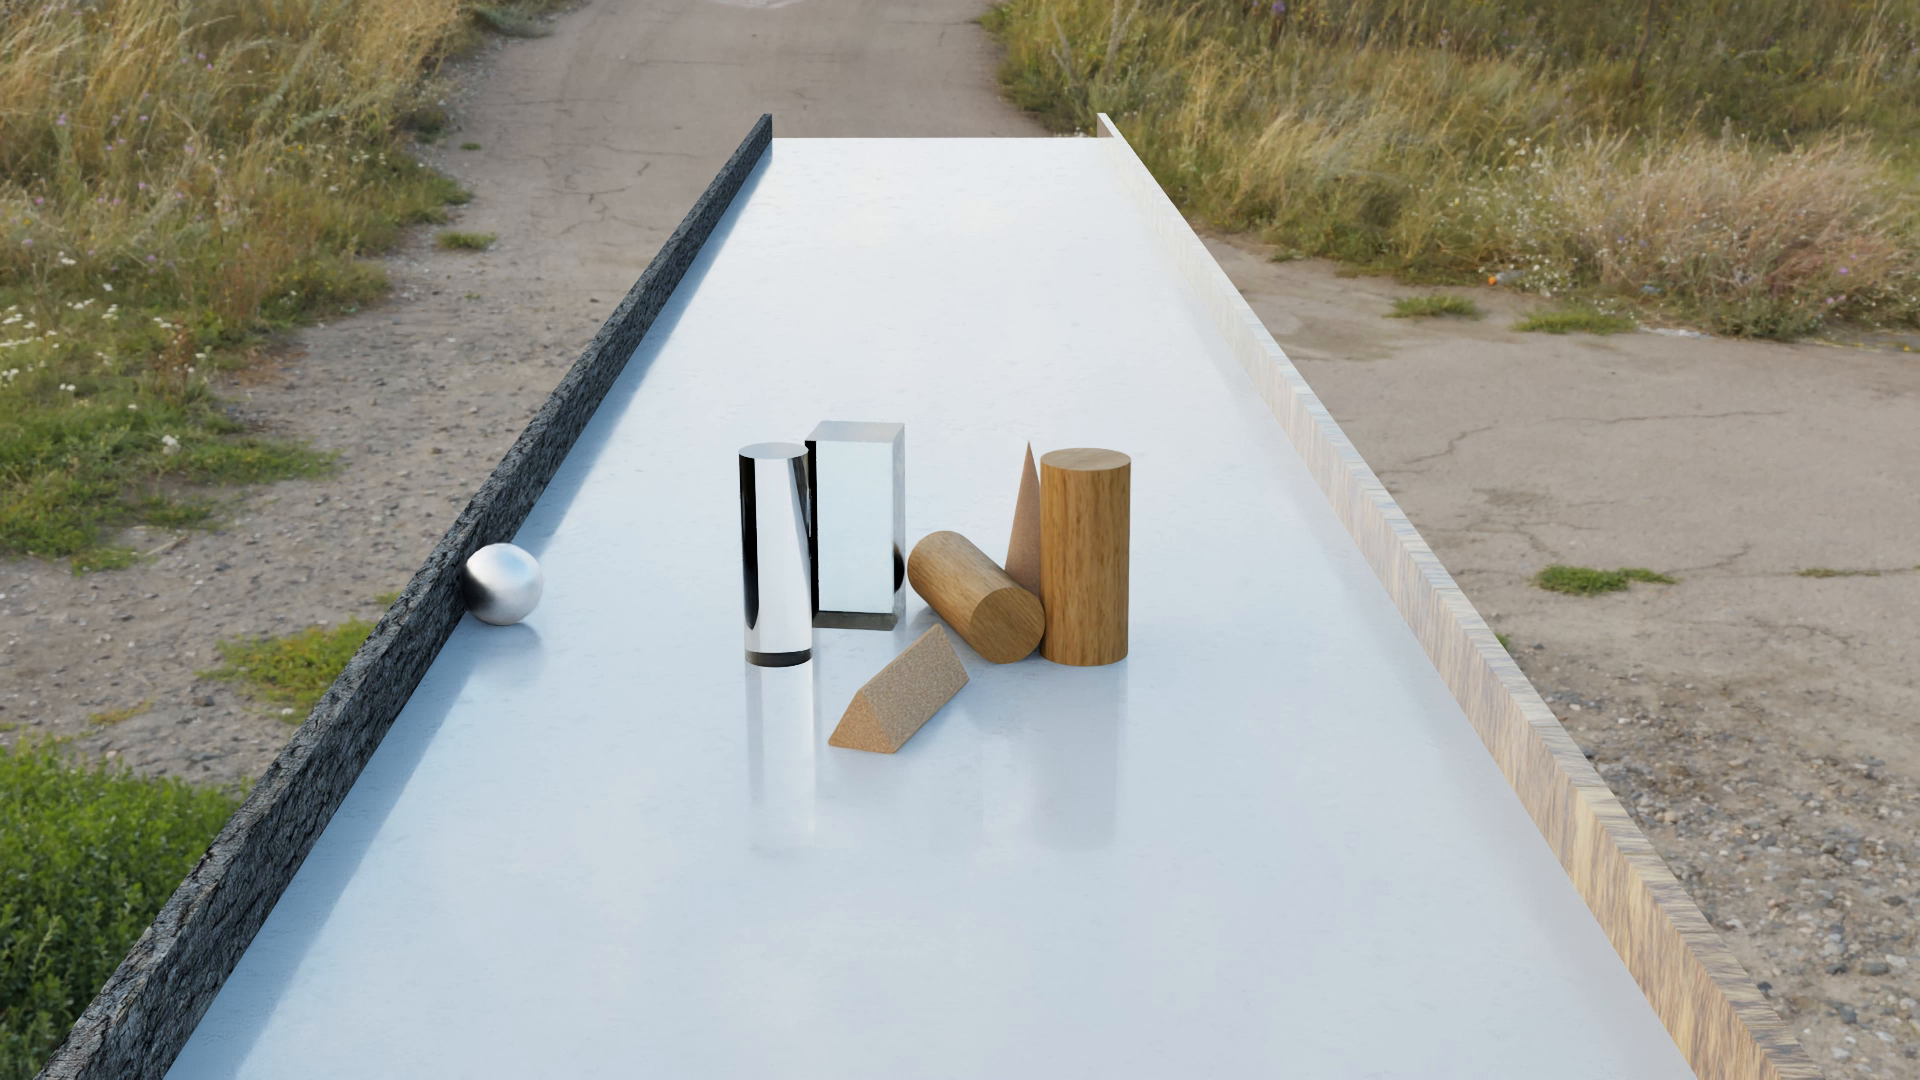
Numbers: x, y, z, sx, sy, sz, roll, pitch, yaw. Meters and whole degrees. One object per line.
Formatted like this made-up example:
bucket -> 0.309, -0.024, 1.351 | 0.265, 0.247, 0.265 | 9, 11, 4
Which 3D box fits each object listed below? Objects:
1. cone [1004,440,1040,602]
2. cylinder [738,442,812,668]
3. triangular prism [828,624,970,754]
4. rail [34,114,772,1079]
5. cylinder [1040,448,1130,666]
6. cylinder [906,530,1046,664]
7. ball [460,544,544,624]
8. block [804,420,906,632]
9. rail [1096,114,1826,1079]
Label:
cone -> 0.149, -0.029, 4.619 | 0.158, 0.391, 0.158 | -2, 20, 1
cylinder -> -0.366, 0.029, 4.378 | 0.137, 0.427, 0.137 | 0, 17, 0
triangular prism -> -0.111, 0.269, 4.117 | 0.129, 0.111, 0.397 | 6, 18, 19
rail -> -1.118, -0.838, 7.780 | 0.050, 0.150, 12.000 | 0, 17, -1
cylinder -> 0.250, 0.033, 4.405 | 0.180, 0.404, 0.180 | 0, 17, 0
cylinder -> 0.028, 0.113, 4.565 | 0.161, 0.161, 0.421 | -5, 17, -18
ball -> -0.962, 0.092, 4.618 | 0.171, 0.171, 0.171 | 0, 17, 0
block -> -0.217, -0.032, 4.625 | 0.179, 0.404, 0.179 | 2, 17, 8
rail -> 0.932, -0.844, 7.801 | 0.050, 0.150, 12.000 | 0, 17, -1
